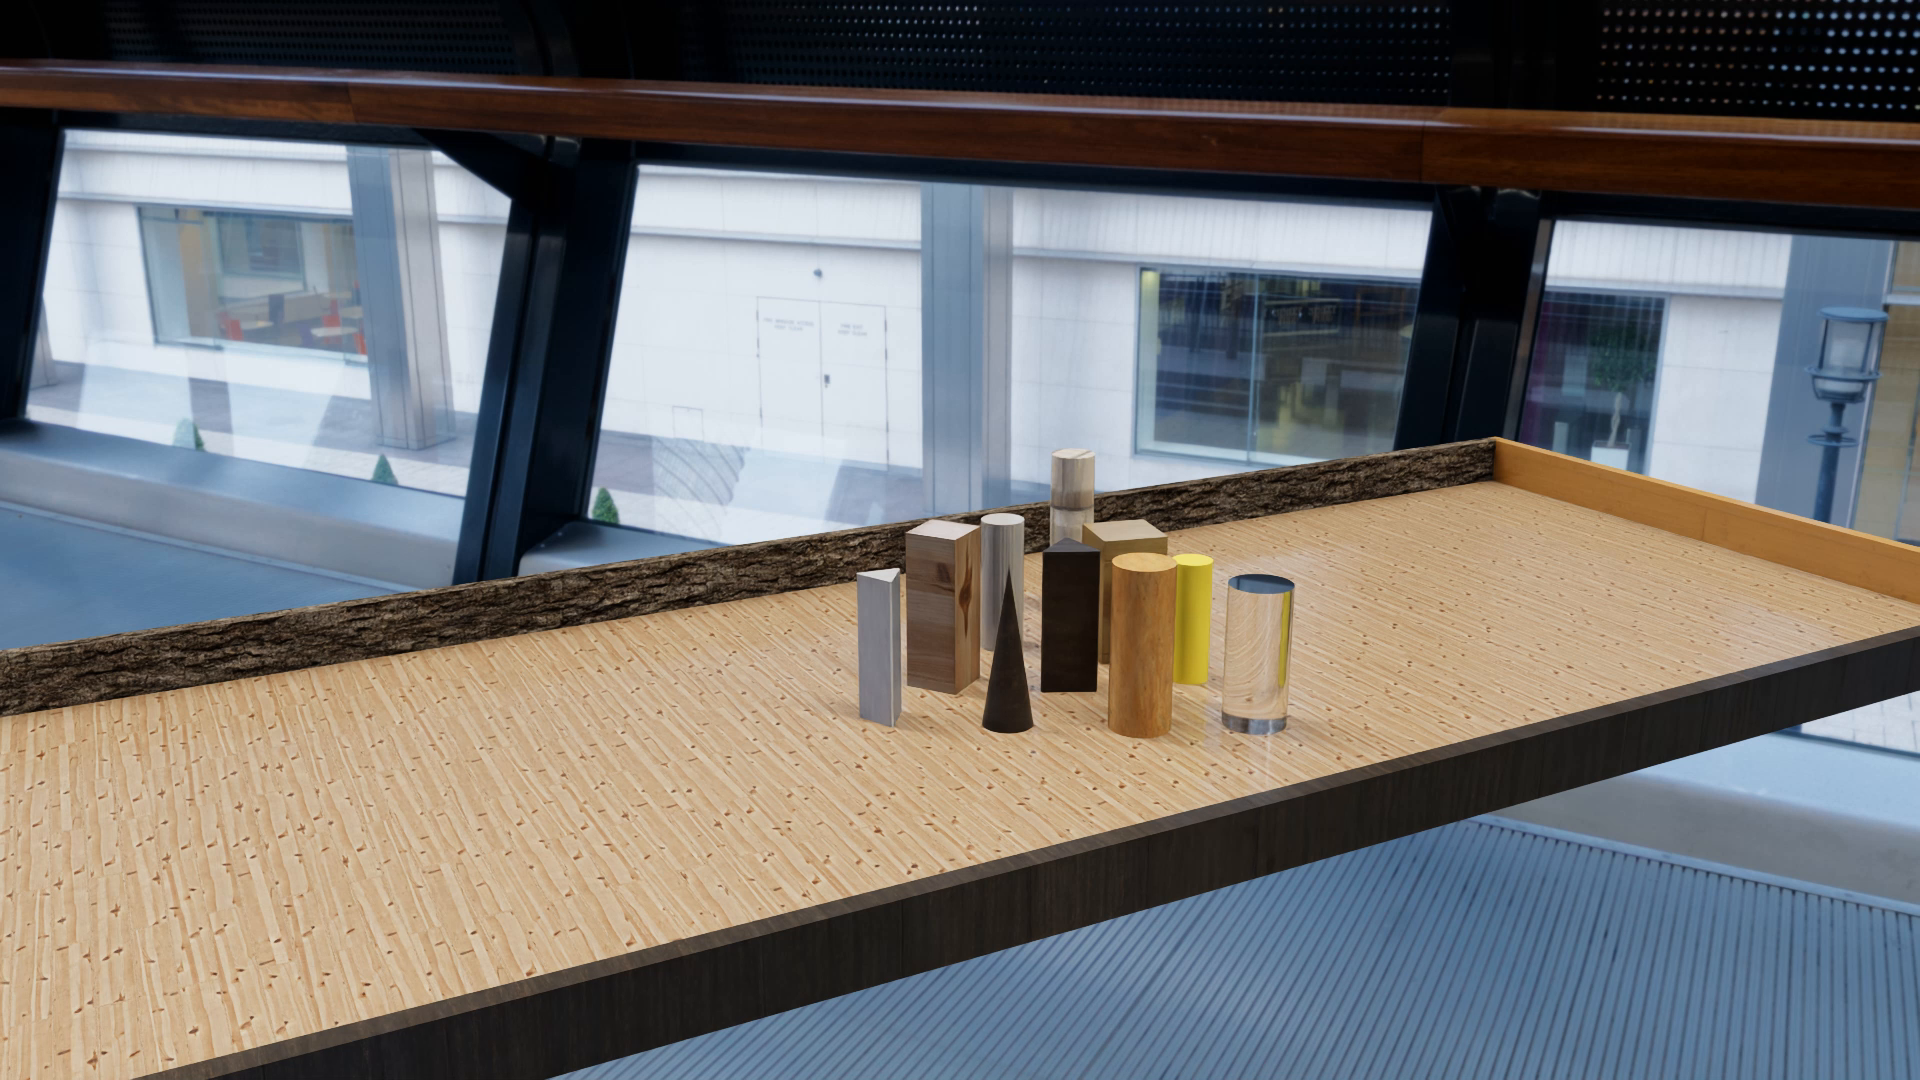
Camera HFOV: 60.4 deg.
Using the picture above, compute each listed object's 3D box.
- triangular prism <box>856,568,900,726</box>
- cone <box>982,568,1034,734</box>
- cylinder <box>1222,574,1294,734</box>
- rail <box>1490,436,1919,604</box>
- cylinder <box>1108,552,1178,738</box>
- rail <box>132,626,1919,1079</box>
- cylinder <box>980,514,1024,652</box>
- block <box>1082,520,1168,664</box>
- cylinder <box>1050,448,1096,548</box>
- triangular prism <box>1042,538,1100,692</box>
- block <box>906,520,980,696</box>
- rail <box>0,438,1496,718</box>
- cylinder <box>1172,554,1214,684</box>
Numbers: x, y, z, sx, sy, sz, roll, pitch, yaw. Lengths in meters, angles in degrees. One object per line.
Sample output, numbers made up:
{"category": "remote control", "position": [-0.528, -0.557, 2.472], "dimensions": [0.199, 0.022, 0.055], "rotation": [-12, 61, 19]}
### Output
{"category": "triangular prism", "position": [-0.171, 0.248, 3.876], "dimensions": [0.104, 0.358, 0.090], "rotation": [13, 21, 36]}
{"category": "cone", "position": [0.112, 0.246, 3.830], "dimensions": [0.122, 0.387, 0.122], "rotation": [0, 16, 0]}
{"category": "cylinder", "position": [0.693, 0.265, 3.843], "dimensions": [0.152, 0.343, 0.152], "rotation": [0, 16, 0]}
{"category": "rail", "position": [2.466, -0.048, 5.253], "dimensions": [0.050, 0.150, 2.100], "rotation": [-9, 18, -27]}
{"category": "cylinder", "position": [0.421, 0.243, 3.814], "dimensions": [0.148, 0.402, 0.148], "rotation": [0, 16, 0]}
{"category": "rail", "position": [-2.336, 1.006, 1.665], "dimensions": [12.000, 0.150, 0.050], "rotation": [-9, 18, -27]}
{"category": "cylinder", "position": [0.111, 0.113, 4.351], "dimensions": [0.114, 0.349, 0.114], "rotation": [0, 16, 0]}
{"category": "block", "position": [0.426, 0.133, 4.314], "dimensions": [0.171, 0.331, 0.171], "rotation": [-4, 17, -14]}
{"category": "cylinder", "position": [0.313, -0.020, 4.616], "dimensions": [0.122, 0.455, 0.122], "rotation": [0, 16, 0]}
{"category": "triangular prism", "position": [0.267, 0.184, 4.085], "dimensions": [0.138, 0.362, 0.120], "rotation": [-1, 16, -2]}
{"category": "block", "position": [-0.041, 0.165, 4.089], "dimensions": [0.136, 0.398, 0.136], "rotation": [8, 18, 26]}
{"category": "rail", "position": [-3.305, 0.497, 3.399], "dimensions": [12.000, 0.150, 0.050], "rotation": [-9, 18, -27]}
{"category": "cylinder", "position": [0.576, 0.198, 4.126], "dimensions": [0.100, 0.312, 0.100], "rotation": [0, 16, 0]}
